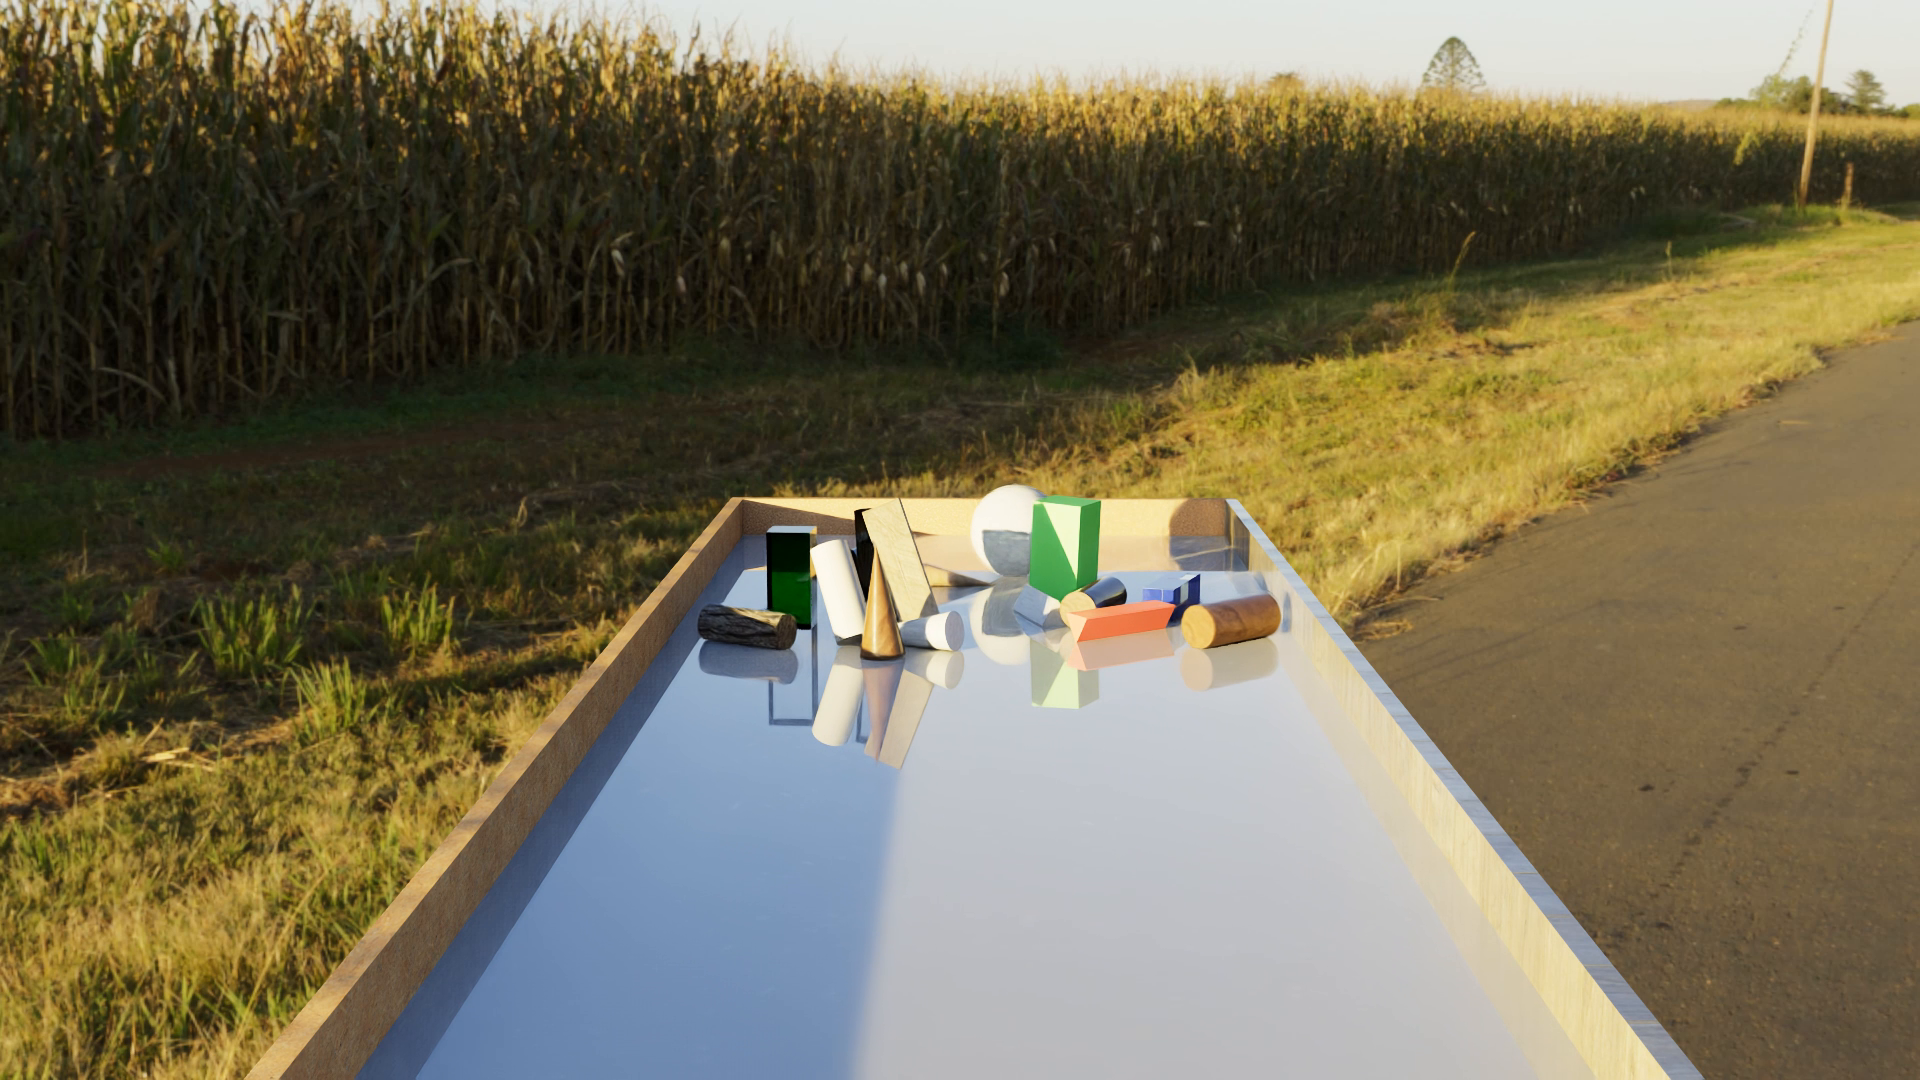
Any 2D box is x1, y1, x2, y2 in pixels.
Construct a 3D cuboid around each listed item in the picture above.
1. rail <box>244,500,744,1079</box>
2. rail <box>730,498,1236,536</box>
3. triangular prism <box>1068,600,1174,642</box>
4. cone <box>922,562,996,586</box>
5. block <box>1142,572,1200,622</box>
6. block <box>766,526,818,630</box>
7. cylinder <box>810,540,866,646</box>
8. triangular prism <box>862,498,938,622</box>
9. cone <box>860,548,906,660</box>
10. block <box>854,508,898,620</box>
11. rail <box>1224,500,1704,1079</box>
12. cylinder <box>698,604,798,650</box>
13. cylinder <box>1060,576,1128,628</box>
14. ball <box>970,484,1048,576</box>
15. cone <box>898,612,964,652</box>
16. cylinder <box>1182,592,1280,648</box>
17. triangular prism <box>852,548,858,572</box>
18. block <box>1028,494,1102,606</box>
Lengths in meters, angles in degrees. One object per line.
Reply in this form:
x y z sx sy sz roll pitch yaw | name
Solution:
-1.004 0.839 3.234 0.050 0.150 12.000 0 9 1 | rail
0.099 -0.098 9.147 2.100 0.150 0.050 0 9 1 | rail
0.511 0.242 7.077 0.373 0.098 0.085 -7 42 -36 | triangular prism
-0.083 0.133 7.950 0.444 0.138 0.138 8 8 -4 | cone
0.720 0.190 7.475 0.105 0.105 0.353 3 10 20 | block
-0.550 0.123 7.210 0.143 0.320 0.143 1 9 5 | block
-0.369 0.165 6.907 0.124 0.310 0.124 -16 -13 -4 | cylinder
-0.167 0.098 7.040 0.133 0.439 0.116 -21 -10 14 | triangular prism
-0.247 0.181 6.733 0.141 0.346 0.141 -3 7 0 | cone
-0.267 0.087 7.196 0.110 0.381 0.110 -3 4 12 | block
1.046 0.843 3.208 0.050 0.150 12.000 0 9 1 | rail
-0.671 0.273 6.926 0.306 0.114 0.114 6 11 31 | cylinder
0.445 0.207 7.297 0.125 0.125 0.317 4 10 22 | cylinder
0.210 -0.036 8.141 0.343 0.343 0.343 0 9 0 | ball
-0.212 0.297 6.934 0.447 0.126 0.126 -4 6 29 | cone
0.859 0.255 6.960 0.317 0.139 0.139 -8 12 -41 | cylinder
-0.335 0.070 8.144 0.146 0.127 0.373 3 9 17 | triangular prism
0.364 0.038 7.621 0.178 0.352 0.178 8 11 26 | block
